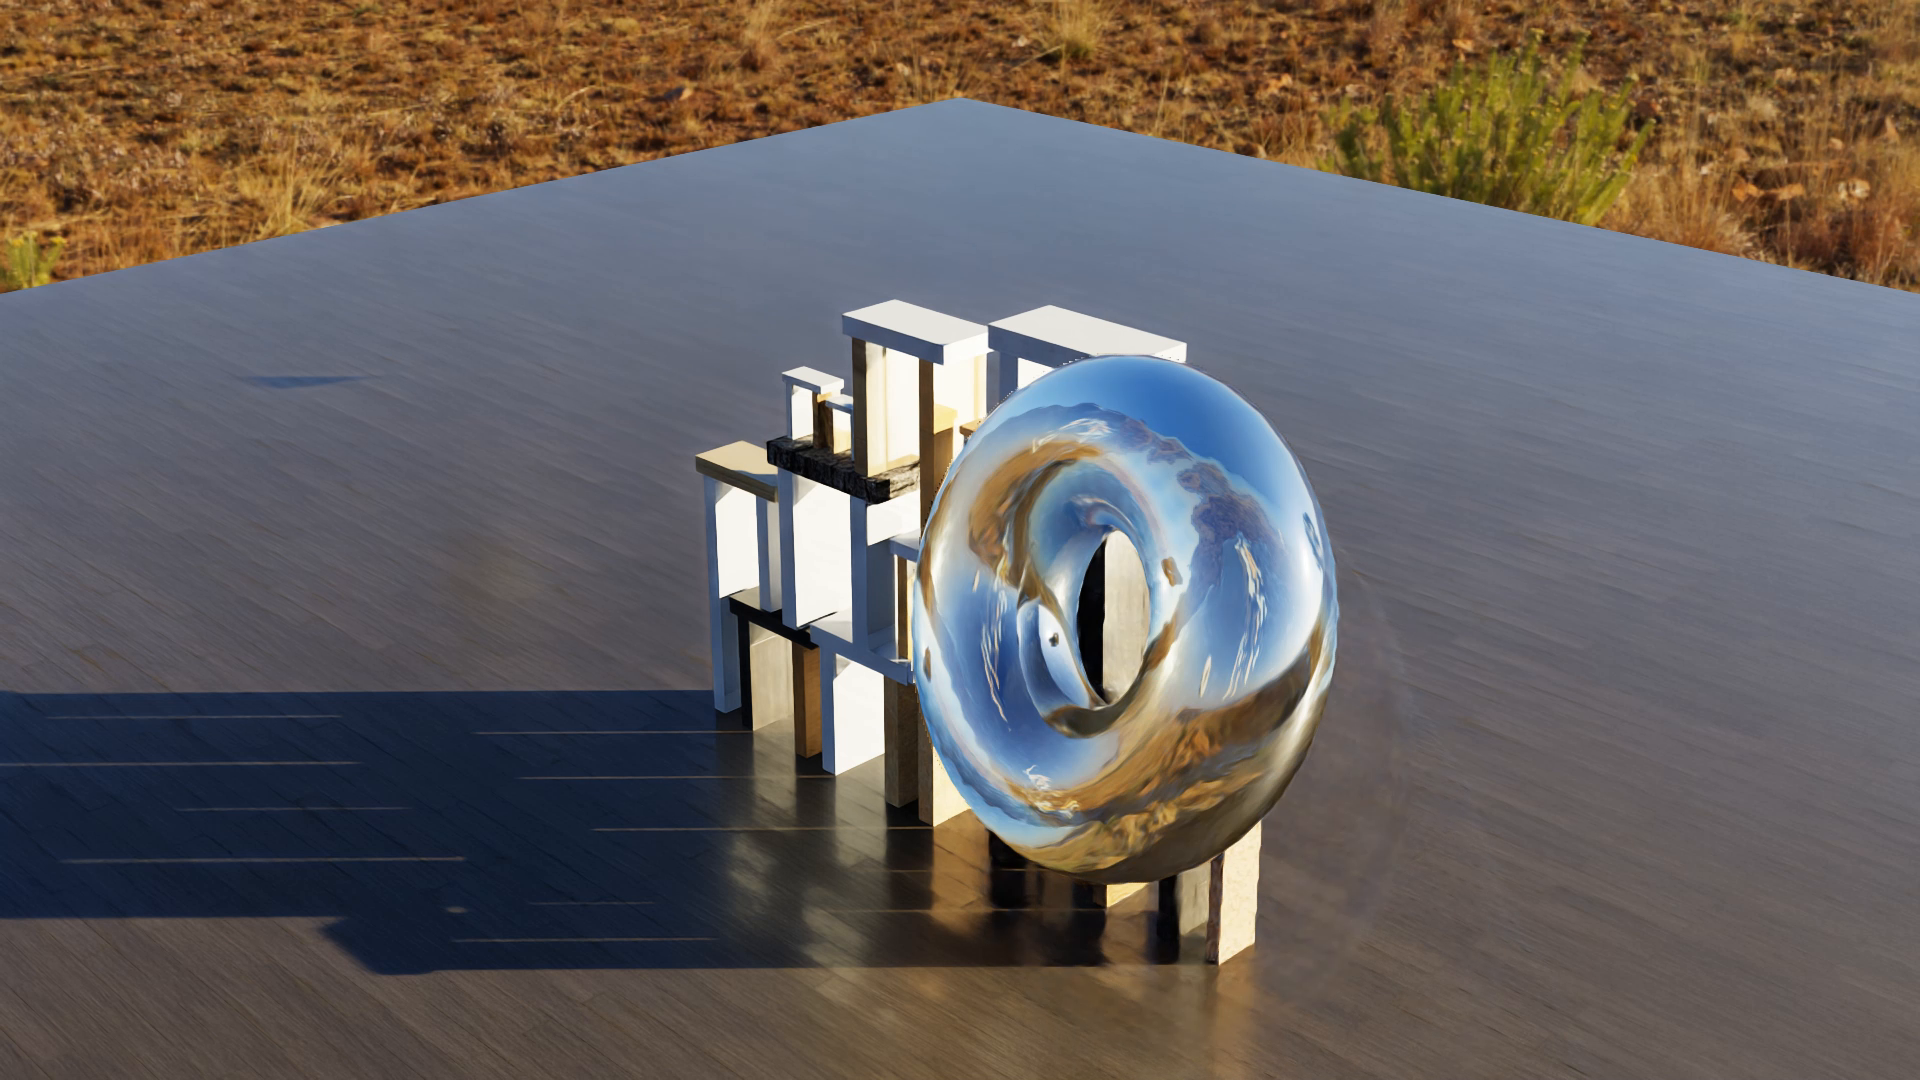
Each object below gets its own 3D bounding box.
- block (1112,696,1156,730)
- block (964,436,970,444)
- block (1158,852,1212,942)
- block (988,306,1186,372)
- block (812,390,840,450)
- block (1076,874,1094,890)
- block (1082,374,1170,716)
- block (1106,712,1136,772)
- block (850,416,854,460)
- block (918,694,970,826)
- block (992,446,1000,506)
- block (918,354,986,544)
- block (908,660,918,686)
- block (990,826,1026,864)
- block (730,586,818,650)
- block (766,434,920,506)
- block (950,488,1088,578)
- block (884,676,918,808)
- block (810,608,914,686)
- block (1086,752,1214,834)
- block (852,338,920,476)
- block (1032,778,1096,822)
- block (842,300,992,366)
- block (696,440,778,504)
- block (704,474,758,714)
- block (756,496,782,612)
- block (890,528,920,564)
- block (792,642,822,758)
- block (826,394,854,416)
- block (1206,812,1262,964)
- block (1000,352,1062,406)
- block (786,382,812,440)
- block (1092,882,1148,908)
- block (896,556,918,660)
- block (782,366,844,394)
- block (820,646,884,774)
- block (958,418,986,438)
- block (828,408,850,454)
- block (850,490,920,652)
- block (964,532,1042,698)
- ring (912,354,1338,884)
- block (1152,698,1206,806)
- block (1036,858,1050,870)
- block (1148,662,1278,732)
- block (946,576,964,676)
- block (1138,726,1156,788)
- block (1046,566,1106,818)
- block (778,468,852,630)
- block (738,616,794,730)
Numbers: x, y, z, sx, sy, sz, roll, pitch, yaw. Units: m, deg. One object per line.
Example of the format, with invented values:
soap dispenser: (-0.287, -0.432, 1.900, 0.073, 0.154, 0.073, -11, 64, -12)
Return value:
block: (0.325, 0.309, 4.000, 0.061, 0.017, 0.122, -21, 31, -41)
block: (0.032, -0.080, 4.148, 0.016, 0.261, 0.058, 21, 31, 40)
block: (0.417, 0.605, 4.029, 0.034, 0.239, 0.119, 21, 31, 41)
block: (0.219, -0.339, 3.840, 0.160, 0.045, 0.320, -21, 31, -40)
block: (-0.267, -0.246, 4.403, 0.017, 0.119, 0.059, 21, 31, 41)
block: (0.254, 0.583, 4.194, 0.075, 0.150, 0.021, -21, 31, -41)
block: (0.294, 0.000, 3.902, 0.160, 0.628, 0.045, -21, 31, -41)
block: (0.296, 0.362, 4.054, 0.017, 0.122, 0.061, 21, 31, 41)
block: (-0.194, -0.207, 4.340, 0.013, 0.095, 0.047, 21, 31, 41)
block: (-0.015, 0.410, 4.411, 0.042, 0.299, 0.149, 21, 31, 41)
block: (0.086, -0.126, 4.070, 0.058, 0.115, 0.016, -21, 31, -41)
block: (-0.013, -0.165, 4.170, 0.039, 0.400, 0.138, 21, 31, 41)
block: (0.055, 0.281, 4.280, 0.299, 0.042, 0.149, 21, 31, 41)
block: (0.126, 0.465, 4.281, 0.042, 0.299, 0.149, 21, 31, 41)
block: (-0.354, 0.156, 4.670, 0.132, 0.037, 0.264, -21, 31, -41)
block: (-0.219, -0.155, 4.399, 0.324, 0.046, 0.162, 21, 31, 41)
block: (0.158, -0.023, 4.034, 0.166, 0.047, 0.331, -21, 31, -40)
block: (-0.088, 0.388, 4.480, 0.041, 0.287, 0.144, 21, 31, 41)
block: (-0.156, 0.210, 4.478, 0.287, 0.041, 0.144, 21, 31, 41)
block: (0.361, 0.458, 4.027, 0.239, 0.034, 0.119, 21, 31, 41)
block: (-0.143, -0.273, 4.265, 0.039, 0.275, 0.138, 21, 31, 41)
block: (0.218, 0.490, 4.193, 0.075, 0.021, 0.150, -21, 31, -40)
block: (-0.078, -0.392, 4.144, 0.275, 0.039, 0.138, 21, 31, 41)
block: (-0.426, -0.145, 4.632, 0.256, 0.036, 0.128, 21, 31, 41)
block: (-0.486, 0.104, 4.803, 0.036, 0.557, 0.128, 21, 31, 41)
block: (-0.365, 0.013, 4.633, 0.036, 0.256, 0.128, 21, 31, 41)
block: (-0.029, 0.025, 4.270, 0.203, 0.029, 0.102, 21, 31, 41)
block: (-0.292, 0.319, 4.672, 0.037, 0.264, 0.132, 21, 31, 41)
block: (-0.216, -0.265, 4.340, 0.094, 0.013, 0.047, 21, 31, 41)
block: (0.491, 0.527, 3.907, 0.029, 0.478, 0.103, 21, 31, 41)
block: (0.143, -0.200, 3.981, 0.160, 0.320, 0.045, -21, 31, -40)
block: (-0.323, -0.268, 4.455, 0.017, 0.119, 0.059, 21, 31, 41)
block: (0.305, 0.561, 4.132, 0.034, 0.239, 0.119, 21, 31, 41)
block: (-0.077, 0.120, 4.362, 0.029, 0.217, 0.102, 21, 31, 41)
block: (-0.295, -0.320, 4.402, 0.119, 0.017, 0.059, 21, 31, 41)
block: (-0.224, 0.335, 4.604, 0.041, 0.287, 0.144, 21, 31, 41)
block: (0.059, -0.197, 4.068, 0.058, 0.016, 0.115, -21, 31, -41)
block: (-0.239, -0.224, 4.381, 0.013, 0.094, 0.047, 21, 31, 41)
block: (-0.143, 0.045, 4.401, 0.046, 0.324, 0.162, 21, 31, 41)
block: (0.081, 0.120, 4.180, 0.047, 0.331, 0.166, 21, 31, 41)
ring: (0.127, 0.065, 1.843, 0.148, 0.443, 0.443, 4, 15, -41)
block: (0.394, 0.363, 3.943, 0.029, 0.206, 0.103, 21, 31, 41)
block: (0.183, 0.555, 4.260, 0.075, 0.150, 0.021, -21, 31, -40)
block: (0.443, 0.274, 3.853, 0.206, 0.029, 0.103, 21, 31, 41)
block: (0.019, 0.151, 4.271, 0.029, 0.203, 0.102, 21, 31, 41)
block: (0.354, 0.385, 4.001, 0.017, 0.122, 0.061, 21, 31, 41)
block: (0.236, 0.259, 4.069, 0.166, 0.501, 0.047, -21, 31, -40)
block: (-0.296, -0.002, 4.547, 0.046, 0.351, 0.162, 21, 31, 41)
block: (-0.416, 0.270, 4.786, 0.037, 0.264, 0.132, 21, 31, 41)
